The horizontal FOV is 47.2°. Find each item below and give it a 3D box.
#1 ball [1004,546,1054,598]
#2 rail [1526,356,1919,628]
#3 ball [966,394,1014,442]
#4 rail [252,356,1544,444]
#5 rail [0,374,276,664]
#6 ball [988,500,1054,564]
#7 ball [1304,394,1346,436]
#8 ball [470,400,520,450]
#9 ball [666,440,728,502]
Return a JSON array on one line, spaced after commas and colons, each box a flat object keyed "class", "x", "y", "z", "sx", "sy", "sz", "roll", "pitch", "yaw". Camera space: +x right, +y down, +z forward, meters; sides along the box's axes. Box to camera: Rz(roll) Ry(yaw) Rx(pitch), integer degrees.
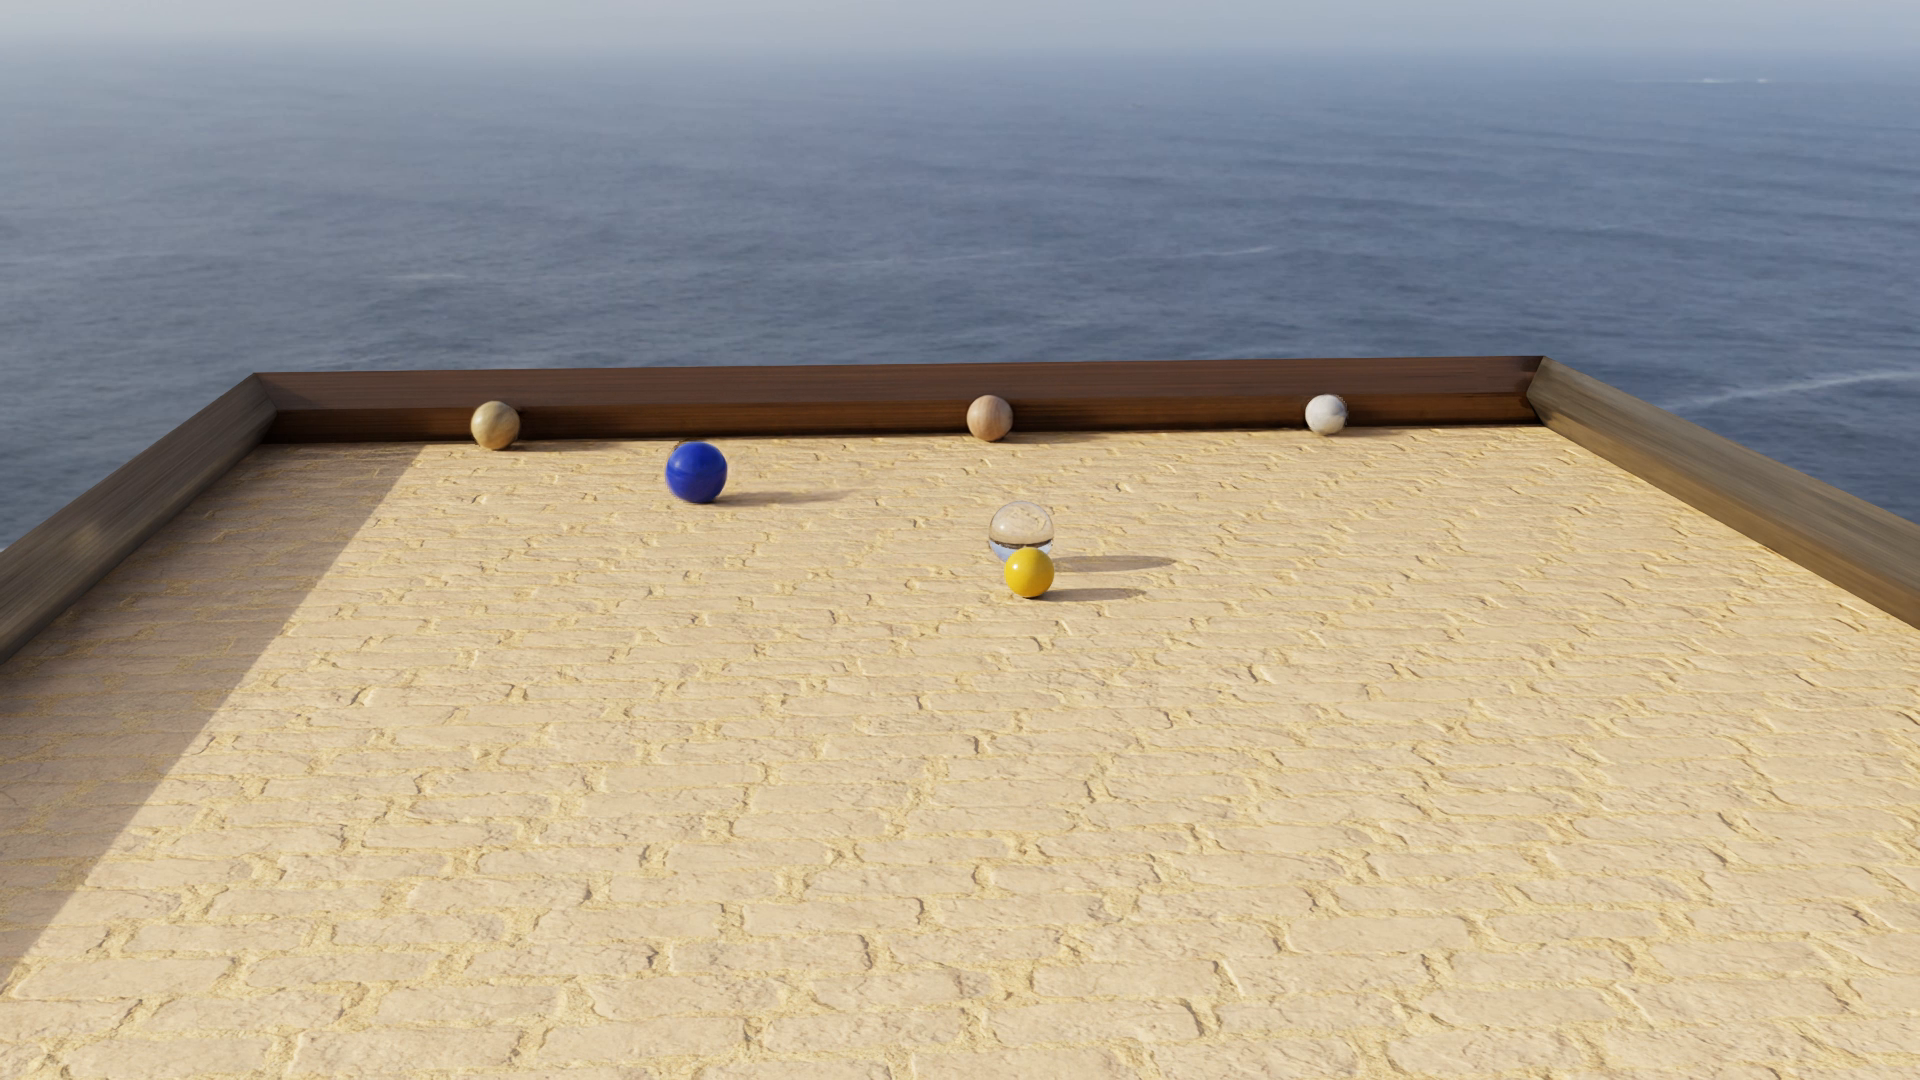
[{"class": "ball", "x": 0.089, "y": 0.042, "z": 2.821, "sx": 0.065, "sy": 0.065, "sz": 0.065, "roll": 0, "pitch": 14, "yaw": 0}, {"class": "rail", "x": 1.194, "y": 0.183, "z": 2.110, "sx": 0.045, "sy": 0.123, "sz": 3.875, "roll": -1, "pitch": 14, "yaw": -5}, {"class": "ball", "x": 0.053, "y": -0.212, "z": 3.831, "sx": 0.081, "sy": 0.081, "sz": 0.081, "roll": 0, "pitch": 14, "yaw": 0}, {"class": "rail", "x": -0.079, "y": -0.245, "z": 3.872, "sx": 2.283, "sy": 0.123, "sz": 0.045, "roll": -1, "pitch": 14, "yaw": -5}, {"class": "rail", "x": -1.033, "y": 0.227, "z": 1.929, "sx": 0.045, "sy": 0.123, "sz": 3.875, "roll": -1, "pitch": 14, "yaw": -5}, {"class": "ball", "x": 0.083, "y": -0.008, "z": 2.970, "sx": 0.090, "sy": 0.090, "sz": 0.090, "roll": 0, "pitch": 14, "yaw": 0}, {"class": "ball", "x": 0.647, "y": -0.221, "z": 3.888, "sx": 0.073, "sy": 0.073, "sz": 0.073, "roll": 0, "pitch": 14, "yaw": 0}, {"class": "ball", "x": -0.793, "y": -0.196, "z": 3.760, "sx": 0.084, "sy": 0.084, "sz": 0.084, "roll": 0, "pitch": 14, "yaw": 0}, {"class": "ball", "x": -0.402, "y": -0.104, "z": 3.357, "sx": 0.095, "sy": 0.095, "sz": 0.095, "roll": 0, "pitch": 14, "yaw": 0}]
